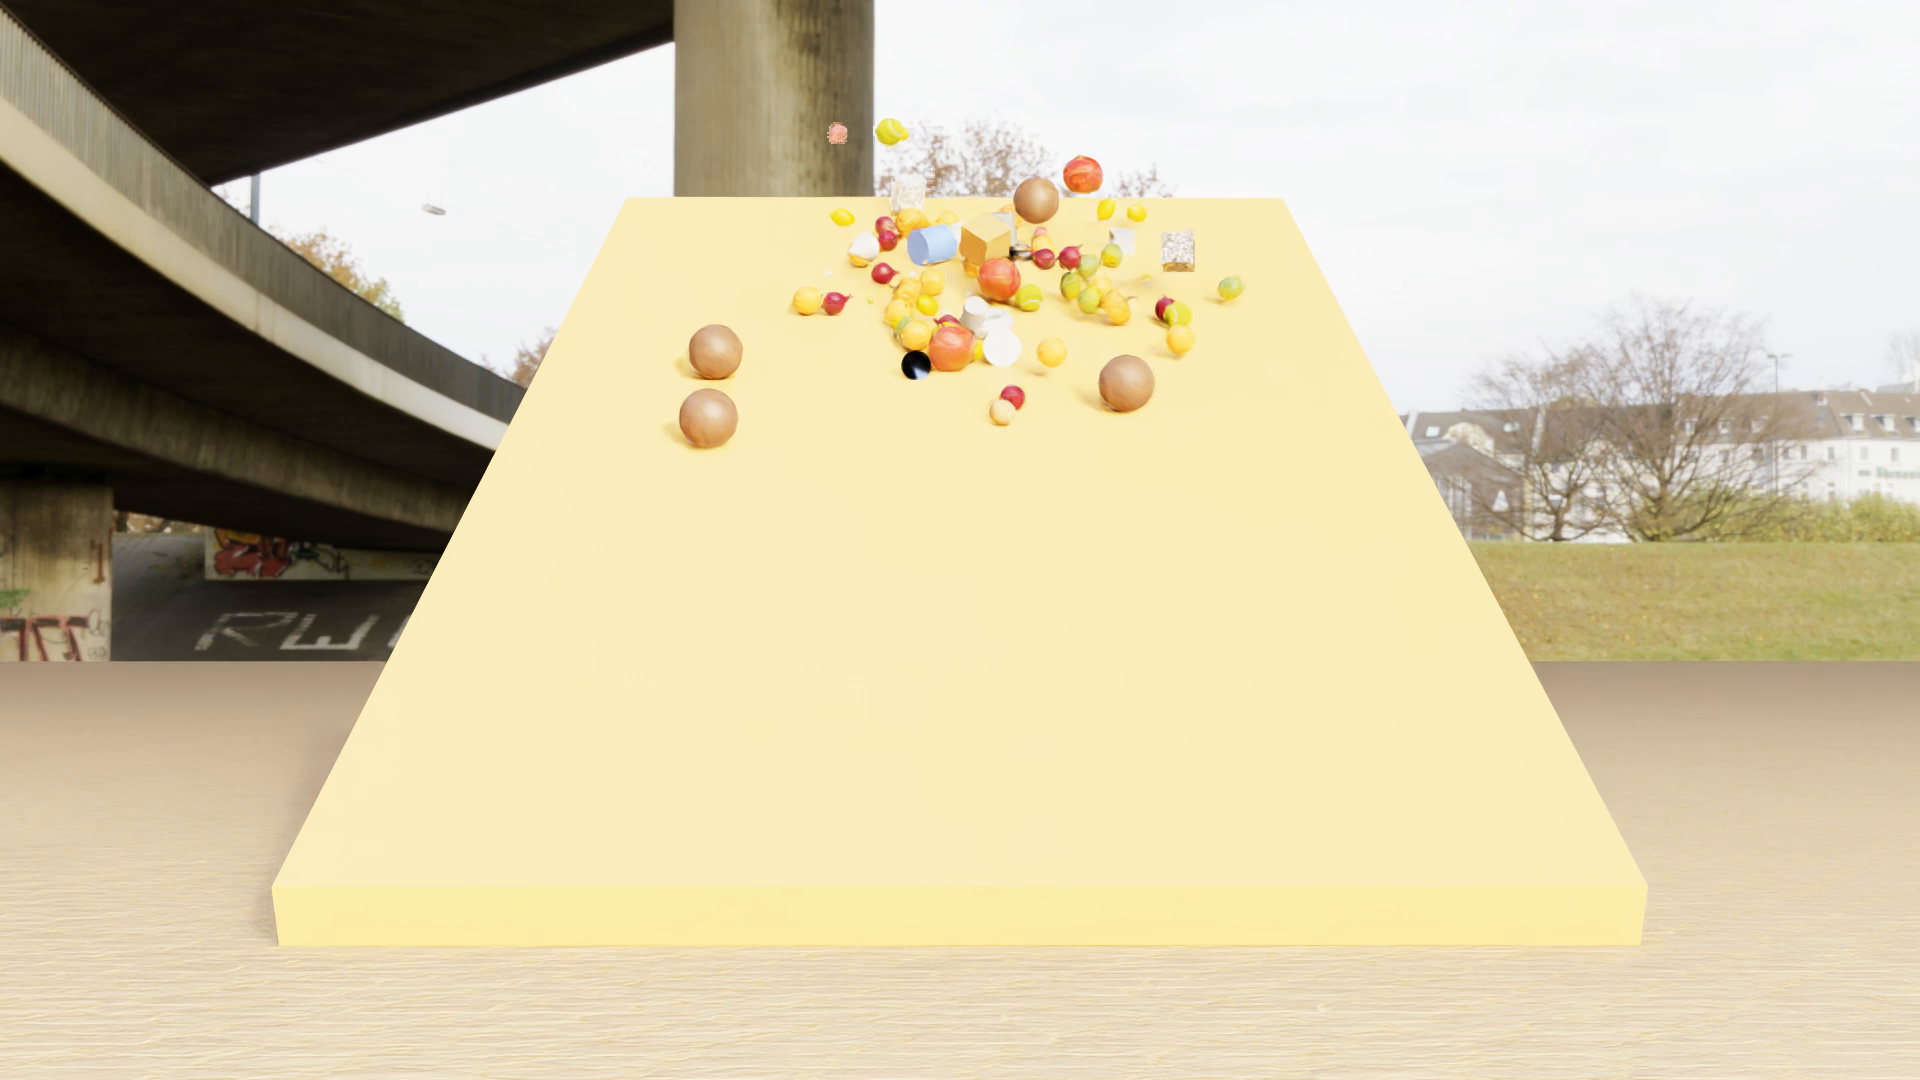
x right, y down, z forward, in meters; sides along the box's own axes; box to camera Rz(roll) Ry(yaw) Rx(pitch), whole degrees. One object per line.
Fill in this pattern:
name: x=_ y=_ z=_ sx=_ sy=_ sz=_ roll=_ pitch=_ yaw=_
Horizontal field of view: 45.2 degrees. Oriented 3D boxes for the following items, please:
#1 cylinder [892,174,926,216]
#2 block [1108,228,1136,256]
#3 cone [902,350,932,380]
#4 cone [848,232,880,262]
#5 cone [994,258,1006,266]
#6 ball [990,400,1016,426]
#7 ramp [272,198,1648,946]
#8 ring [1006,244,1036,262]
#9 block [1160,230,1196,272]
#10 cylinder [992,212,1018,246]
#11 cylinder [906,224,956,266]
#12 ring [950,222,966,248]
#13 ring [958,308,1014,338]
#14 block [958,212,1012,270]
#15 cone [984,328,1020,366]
cylinder: x=-0.152 y=-1.022 z=6.829 sx=0.094 sy=0.094 sz=0.094 roll=7 pitch=28 yaw=-4
block: x=0.453 y=-0.838 z=6.472 sx=0.060 sy=0.060 sz=0.060 roll=-4 pitch=23 yaw=-10
cone: x=-0.107 y=-0.409 z=5.485 sx=0.072 sy=0.072 sz=0.072 roll=0 pitch=-4 yaw=-6
cone: x=-0.272 y=-0.769 z=6.114 sx=0.082 sy=0.082 sz=0.082 roll=-3 pitch=14 yaw=42
cone: x=0.111 y=-0.789 z=6.327 sx=0.057 sy=0.057 sz=0.057 roll=-1 pitch=34 yaw=26
ball: x=0.095 y=-0.286 z=5.160 sx=0.058 sy=0.058 sz=0.058 roll=0 pitch=-3 yaw=0
ramp: x=-0.007 y=-0.225 z=5.217 sx=2.000 sy=0.100 sz=4.000 roll=0 pitch=23 yaw=0
ring: x=0.166 y=-0.796 z=6.407 sx=0.095 sy=0.032 sz=0.095 roll=-3 pitch=24 yaw=1
block: x=0.568 y=-0.751 z=6.019 sx=0.083 sy=0.083 sz=0.083 roll=-2 pitch=-11 yaw=8
cylinder: x=0.111 y=-0.858 z=6.380 sx=0.090 sy=0.090 sz=0.090 roll=-7 pitch=12 yaw=2
cylinder: x=-0.078 y=-0.812 z=6.357 sx=0.099 sy=0.099 sz=0.099 roll=-18 pitch=8 yaw=-36
ring: x=0.015 y=-0.850 z=6.455 sx=0.106 sy=0.106 sz=0.035 roll=1 pitch=-46 yaw=-26
ring: x=0.065 y=-0.543 z=5.783 sx=0.140 sy=0.047 sz=0.140 roll=-2 pitch=26 yaw=1
block: x=0.066 y=-0.781 z=6.031 sx=0.093 sy=0.093 sz=0.093 roll=-34 pitch=58 yaw=-32
cone: x=0.089 y=-0.459 z=5.591 sx=0.094 sy=0.094 sz=0.094 roll=1 pitch=-5 yaw=-16
